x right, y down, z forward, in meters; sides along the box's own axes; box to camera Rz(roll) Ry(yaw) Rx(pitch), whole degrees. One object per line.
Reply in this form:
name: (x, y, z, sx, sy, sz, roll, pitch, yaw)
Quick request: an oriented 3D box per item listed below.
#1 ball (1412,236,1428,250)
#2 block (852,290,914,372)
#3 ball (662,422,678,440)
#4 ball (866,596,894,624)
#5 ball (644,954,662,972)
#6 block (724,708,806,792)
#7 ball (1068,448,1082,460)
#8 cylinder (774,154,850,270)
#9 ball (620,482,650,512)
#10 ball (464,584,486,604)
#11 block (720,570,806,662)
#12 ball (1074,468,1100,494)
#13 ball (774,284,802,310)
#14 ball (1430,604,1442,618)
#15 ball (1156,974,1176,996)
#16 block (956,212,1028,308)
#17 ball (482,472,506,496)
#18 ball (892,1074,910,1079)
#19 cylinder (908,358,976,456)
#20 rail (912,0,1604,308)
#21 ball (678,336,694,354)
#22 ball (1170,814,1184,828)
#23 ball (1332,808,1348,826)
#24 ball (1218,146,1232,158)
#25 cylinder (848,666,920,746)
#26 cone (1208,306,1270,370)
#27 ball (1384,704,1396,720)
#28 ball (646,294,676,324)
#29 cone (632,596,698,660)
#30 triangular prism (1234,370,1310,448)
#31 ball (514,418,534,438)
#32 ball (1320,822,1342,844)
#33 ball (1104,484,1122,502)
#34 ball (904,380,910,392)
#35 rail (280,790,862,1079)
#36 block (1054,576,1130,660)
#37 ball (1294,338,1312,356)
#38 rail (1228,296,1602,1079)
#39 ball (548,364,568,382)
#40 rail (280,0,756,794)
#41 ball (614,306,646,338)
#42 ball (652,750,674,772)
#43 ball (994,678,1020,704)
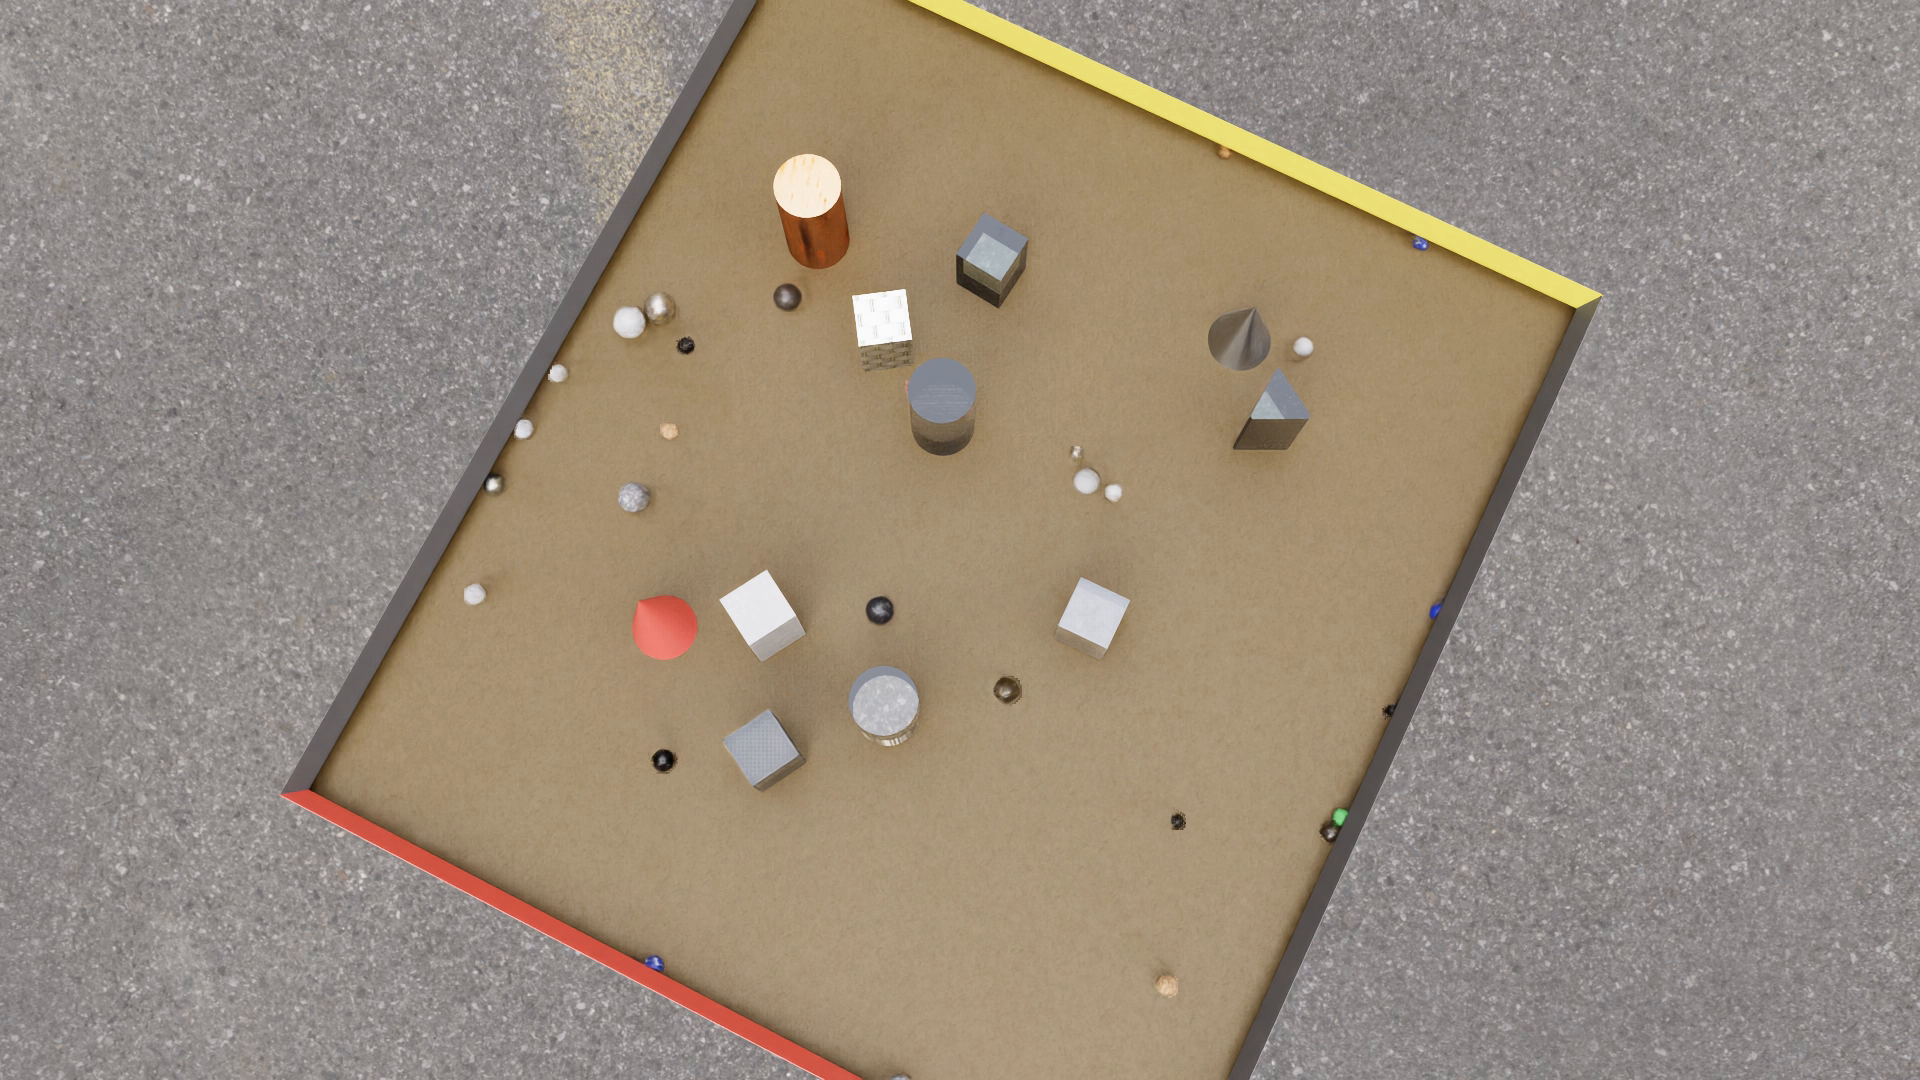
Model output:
ball: (1.453, -0.940, 5.788, 0.046, 0.046, 0.046, 0, 78, 0)
block: (-0.233, -0.639, 5.614, 0.159, 0.264, 0.159, -8, 78, -2)
ball: (-0.896, -0.337, 5.660, 0.052, 0.052, 0.052, 0, 78, 0)
ball: (-0.241, 0.213, 5.529, 0.086, 0.086, 0.086, 0, 78, 0)
ball: (-0.892, 1.235, 5.333, 0.054, 0.054, 0.054, 0, 78, 0)
block: (-0.568, 0.618, 5.353, 0.159, 0.266, 0.159, -33, 80, -7)
ball: (0.356, -0.264, 5.650, 0.041, 0.041, 0.041, 0, 78, 0)
cylinder: (-0.449, -0.997, 5.600, 0.198, 0.436, 0.198, 0, 78, 0)
ball: (-0.994, -0.128, 5.596, 0.092, 0.092, 0.092, 0, 78, 0)
ball: (-1.468, 0.164, 5.551, 0.061, 0.061, 0.061, 0, 78, 0)
block: (-0.576, 0.228, 5.393, 0.159, 0.346, 0.159, -33, 80, -6)
ball: (0.388, -0.180, 5.614, 0.078, 0.078, 0.078, 0, 78, 0)
ball: (-0.539, -0.760, 5.730, 0.086, 0.086, 0.086, 0, 78, 0)
ball: (1.445, 0.217, 5.549, 0.045, 0.045, 0.045, 0, 78, 0)
ball: (0.599, 1.292, 5.319, 0.058, 0.058, 0.058, 0, 78, 0)
block: (0.098, -0.861, 5.663, 0.159, 0.259, 0.159, 32, 80, 6)
ball: (-1.426, -0.172, 5.617, 0.070, 0.070, 0.070, 0, 78, 0)
ball: (-0.170, 1.570, 5.255, 0.071, 0.071, 0.071, 0, 78, 0)
cylinder: (-0.053, -0.396, 5.505, 0.198, 0.379, 0.198, 0, 78, 0)
rail: (0.691, -1.347, 5.829, 2.860, 0.129, 0.045, 26, 80, 5)
ball: (-0.854, -0.607, 5.715, 0.053, 0.053, 0.053, 0, 78, 0)
ball: (0.644, 0.833, 5.423, 0.041, 0.041, 0.041, 0, 78, 0)
ball: (1.128, 0.821, 5.421, 0.050, 0.050, 0.050, 0, 78, 0)
ball: (0.846, -1.241, 5.852, 0.042, 0.042, 0.042, 0, 78, 0)
cylinder: (-0.217, 0.487, 5.351, 0.198, 0.323, 0.198, 0, 78, 0)
cone: (0.876, -0.658, 5.587, 0.198, 0.325, 0.198, 0, 78, 0)
ball: (1.292, 0.515, 5.489, 0.042, 0.042, 0.042, 0, 78, 0)
ball: (-0.935, -0.722, 5.719, 0.092, 0.092, 0.092, 0, 78, 0)
cone: (-0.896, 0.218, 5.333, 0.198, 0.467, 0.198, 0, 78, 0)
triangular prism: (0.931, -0.392, 5.515, 0.172, 0.358, 0.149, 0, 78, 0)
ball: (-1.348, -0.344, 5.657, 0.060, 0.060, 0.060, 0, 78, 0)
ball: (1.094, 0.863, 5.406, 0.062, 0.062, 0.062, 0, 78, 0)
ball: (0.470, -0.144, 5.619, 0.053, 0.053, 0.053, 0, 78, 0)
ball: (-0.148, -0.477, 5.691, 0.048, 0.048, 0.048, 0, 78, 0)
rail: (-0.691, 1.361, 5.268, 2.860, 0.129, 0.045, 26, 80, 5)
block: (0.390, 0.236, 5.443, 0.159, 0.244, 0.159, 25, 79, 5)
ball: (1.069, -0.602, 5.710, 0.060, 0.060, 0.060, 0, 78, 0)
rail: (1.258, 0.623, 5.421, 0.045, 0.129, 3.139, 26, 80, 5)
ball: (-1.249, -0.518, 5.695, 0.056, 0.056, 0.056, 0, 78, 0)
rail: (-1.258, -0.609, 5.676, 0.045, 0.129, 3.139, 26, 80, 5)
ball: (-1.030, -0.677, 5.706, 0.099, 0.099, 0.099, 0, 78, 0)
ball: (-0.882, 0.655, 5.446, 0.067, 0.067, 0.067, 0, 78, 0)
ball: (0.139, 0.450, 5.484, 0.078, 0.078, 0.078, 0, 78, 0)
